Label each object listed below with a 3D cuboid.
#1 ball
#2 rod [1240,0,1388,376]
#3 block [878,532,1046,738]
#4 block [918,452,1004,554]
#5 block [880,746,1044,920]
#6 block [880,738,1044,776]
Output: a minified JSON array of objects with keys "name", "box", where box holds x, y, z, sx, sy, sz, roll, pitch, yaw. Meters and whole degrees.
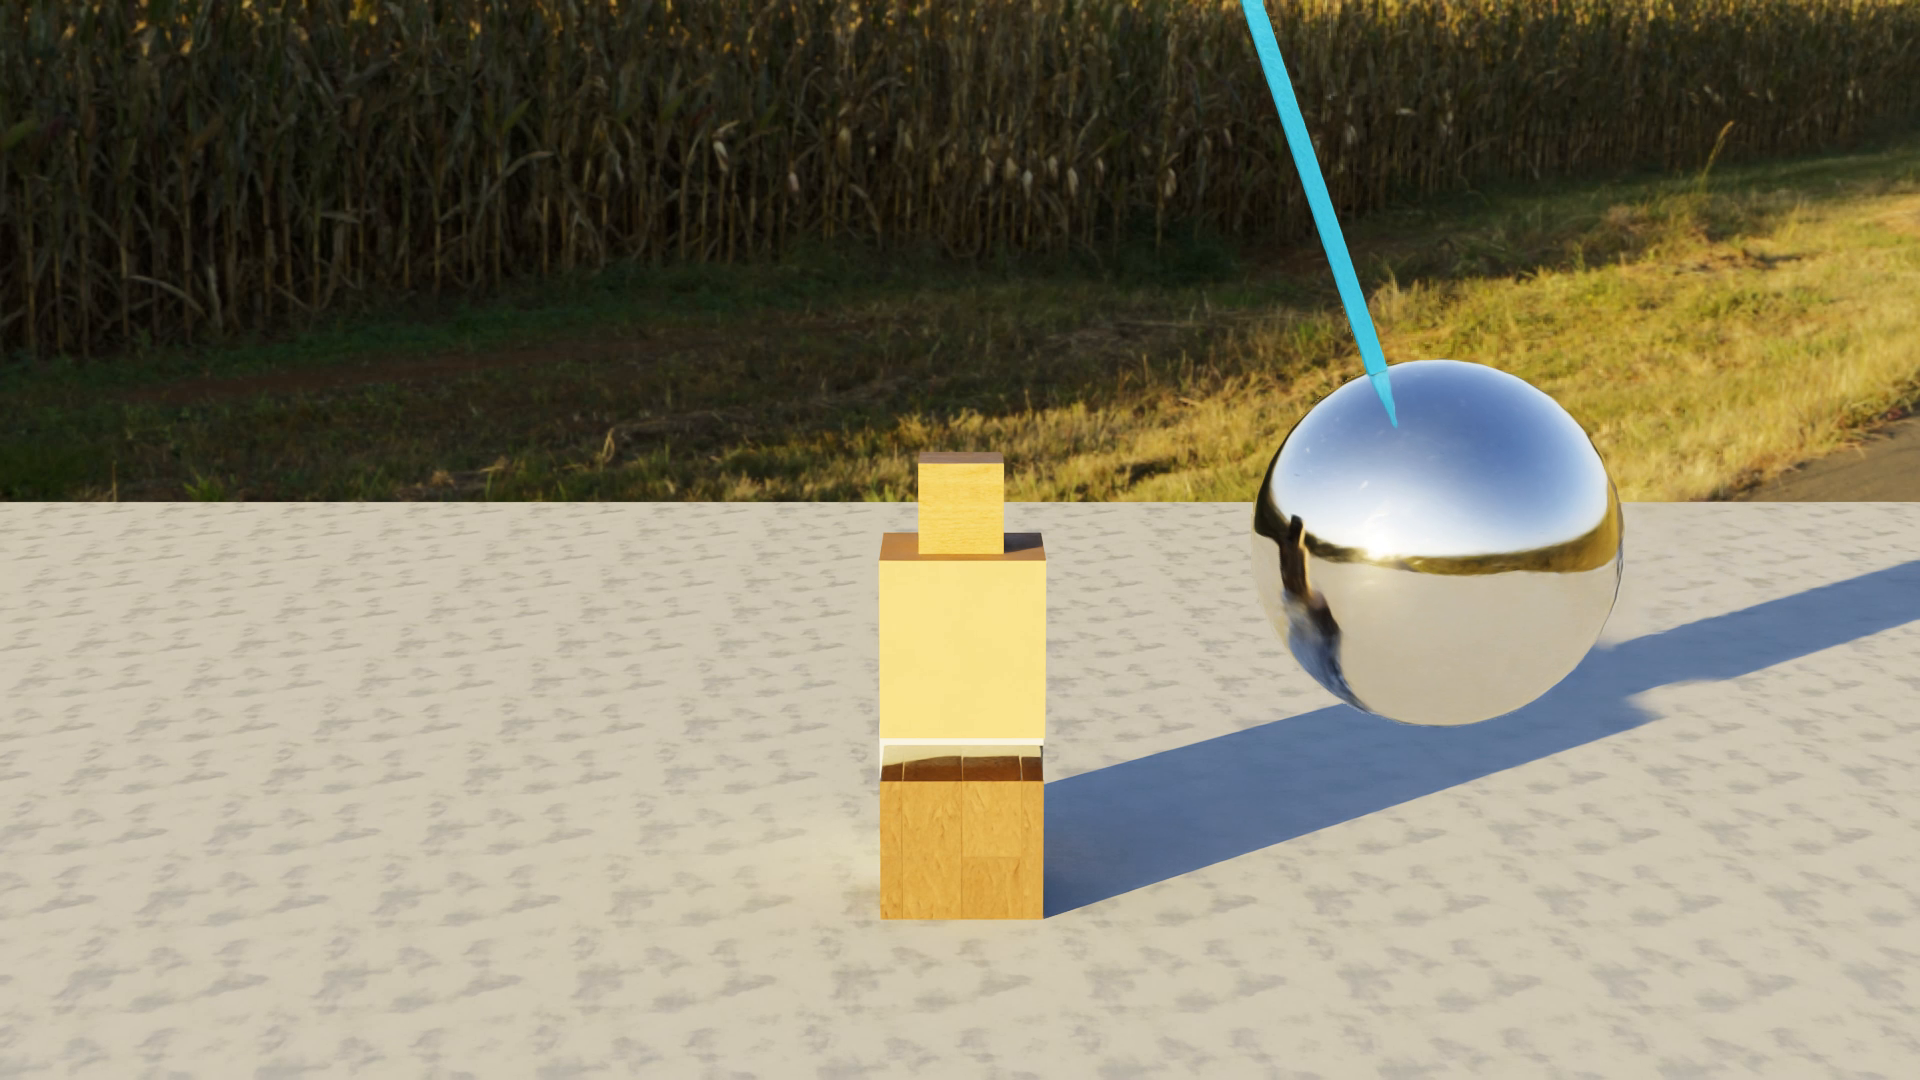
[{"name":"ball","box":[2.074,0.012,11.183,1.600,1.600,1.600,0,10,0]},{"name":"rod","box":[0.899,-3.127,10.612,0.080,5.200,0.080,-20,10,4]},{"name":"block","box":[0.011,0.408,11.255,0.707,0.774,0.684,0,10,0]},{"name":"block","box":[0.005,-0.165,11.150,0.364,0.390,0.345,0,10,0]},{"name":"block","box":[0.007,1.248,11.023,0.682,0.600,0.587,0,10,0]},{"name":"block","box":[0.007,1.079,11.680,0.718,0.698,0.745,0,10,0]}]
